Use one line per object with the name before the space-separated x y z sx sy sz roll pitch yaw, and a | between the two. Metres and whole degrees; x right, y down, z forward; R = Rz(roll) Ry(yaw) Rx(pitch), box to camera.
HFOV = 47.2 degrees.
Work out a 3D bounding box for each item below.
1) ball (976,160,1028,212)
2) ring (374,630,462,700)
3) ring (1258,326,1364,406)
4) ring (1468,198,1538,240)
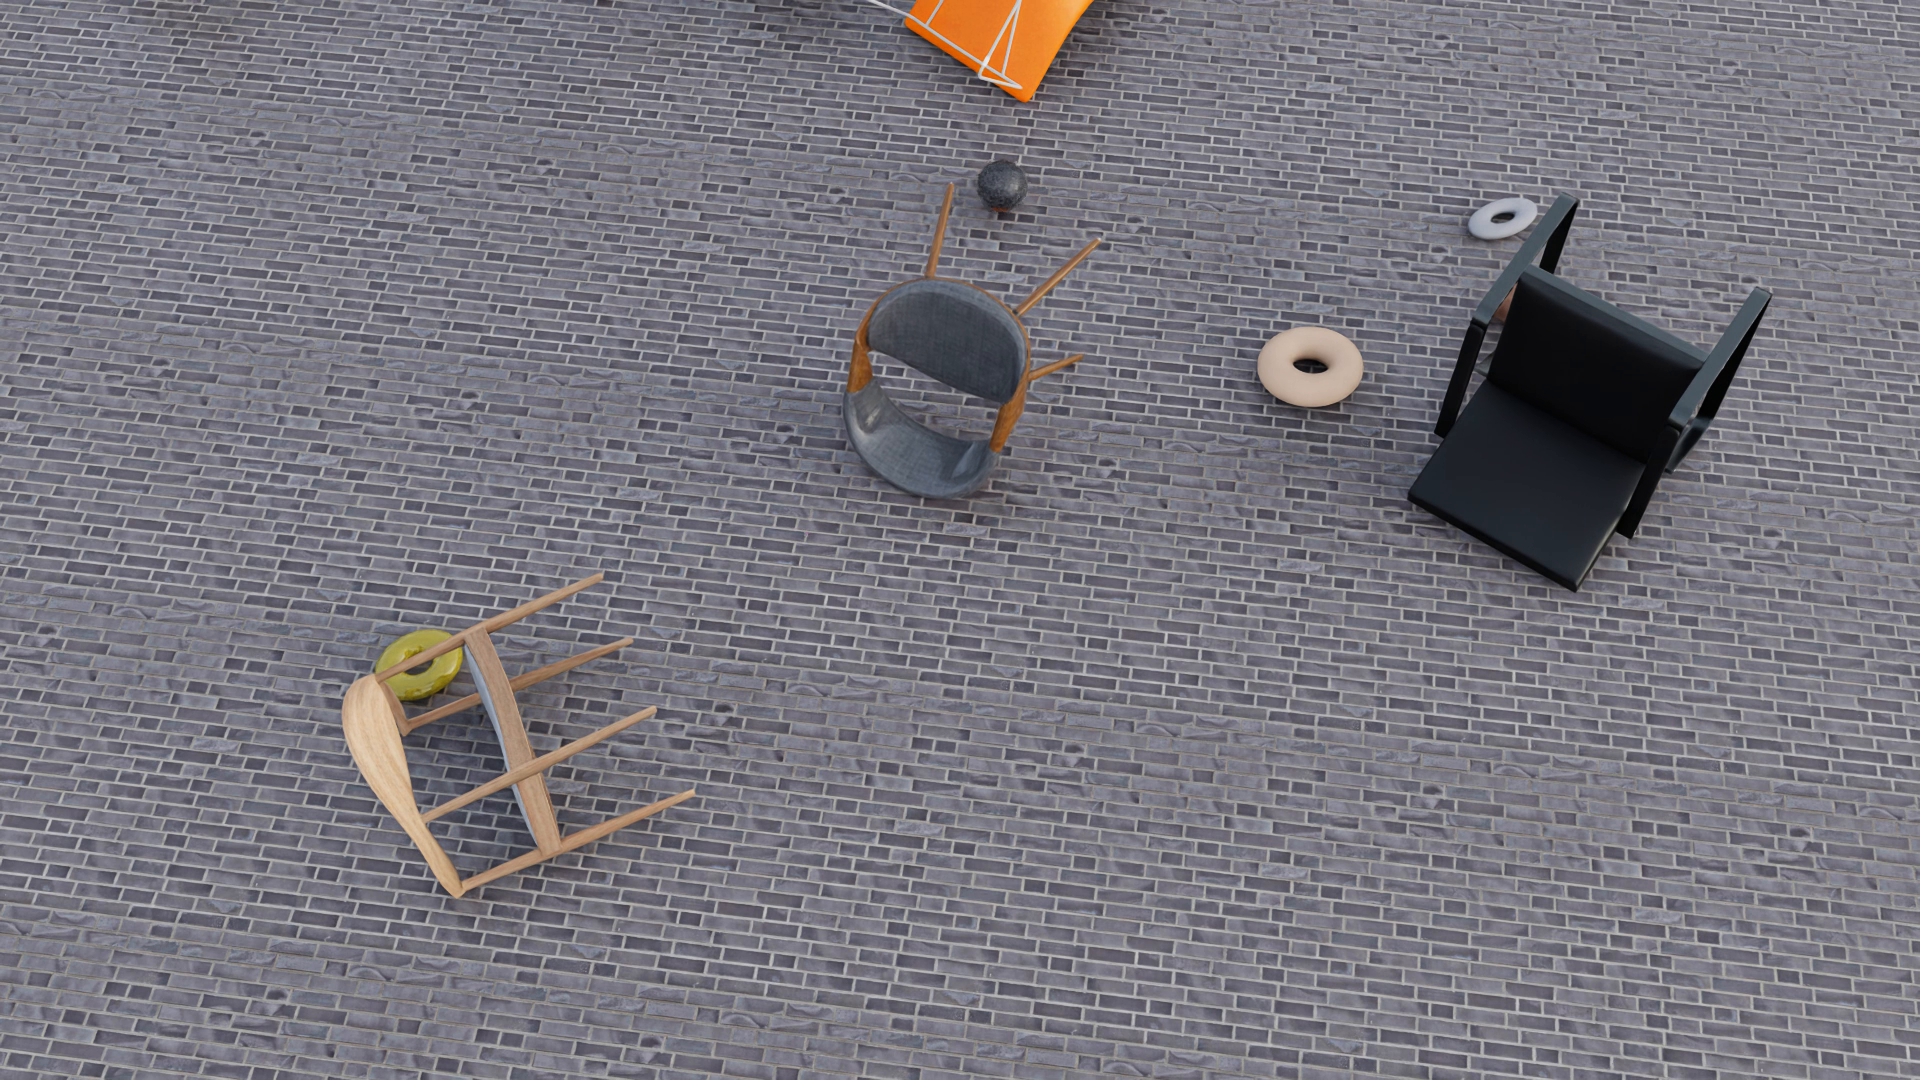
ball | 0.139 -1.167 7.255 0.170 0.170 0.170 0 56 0
ring | -1.550 0.357 6.298 0.261 0.062 0.216 -30 60 -18
ring | 1.094 -0.542 6.870 0.333 0.114 0.288 -4 55 -4
ring | 1.790 -1.061 7.258 0.259 0.048 0.142 -22 60 -14
